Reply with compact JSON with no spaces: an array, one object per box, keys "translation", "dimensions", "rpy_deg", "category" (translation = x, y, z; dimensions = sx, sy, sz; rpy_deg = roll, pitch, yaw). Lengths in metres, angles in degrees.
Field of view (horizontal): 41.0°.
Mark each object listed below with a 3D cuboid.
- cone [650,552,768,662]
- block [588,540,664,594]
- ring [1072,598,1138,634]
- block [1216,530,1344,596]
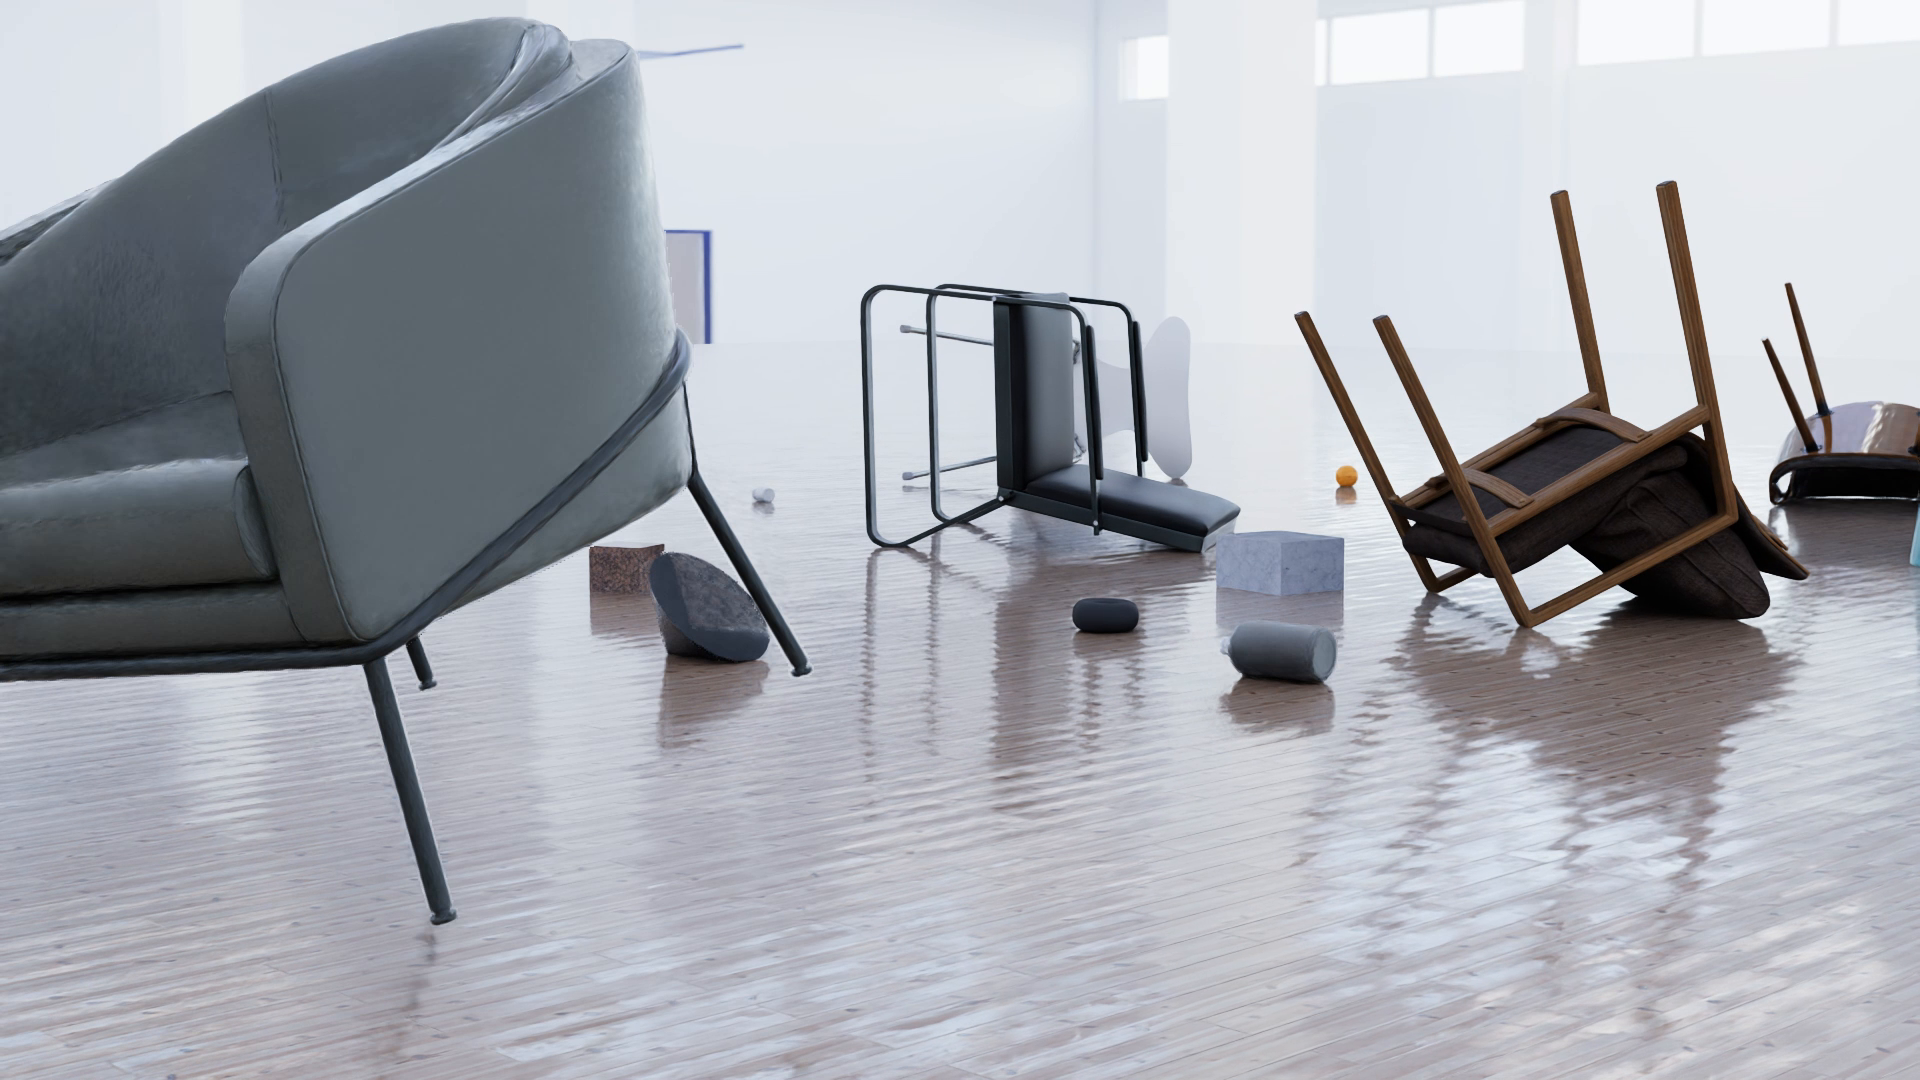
[{"translation":[-0.471,0.156,4.457],"dimensions":[0.250,0.131,0.236],"rpy_deg":[34,29,-18],"category":"cone"},{"translation":[-0.698,0.058,5.377],"dimensions":[0.122,0.097,0.101],"rpy_deg":[3,6,24],"category":"block"},{"translation":[0.271,0.140,4.784],"dimensions":[0.124,0.055,0.137],"rpy_deg":[4,6,19],"category":"ring"},{"translation":[0.677,0.046,5.427],"dimensions":[0.177,0.110,0.205],"rpy_deg":[-4,7,-34],"category":"block"}]
